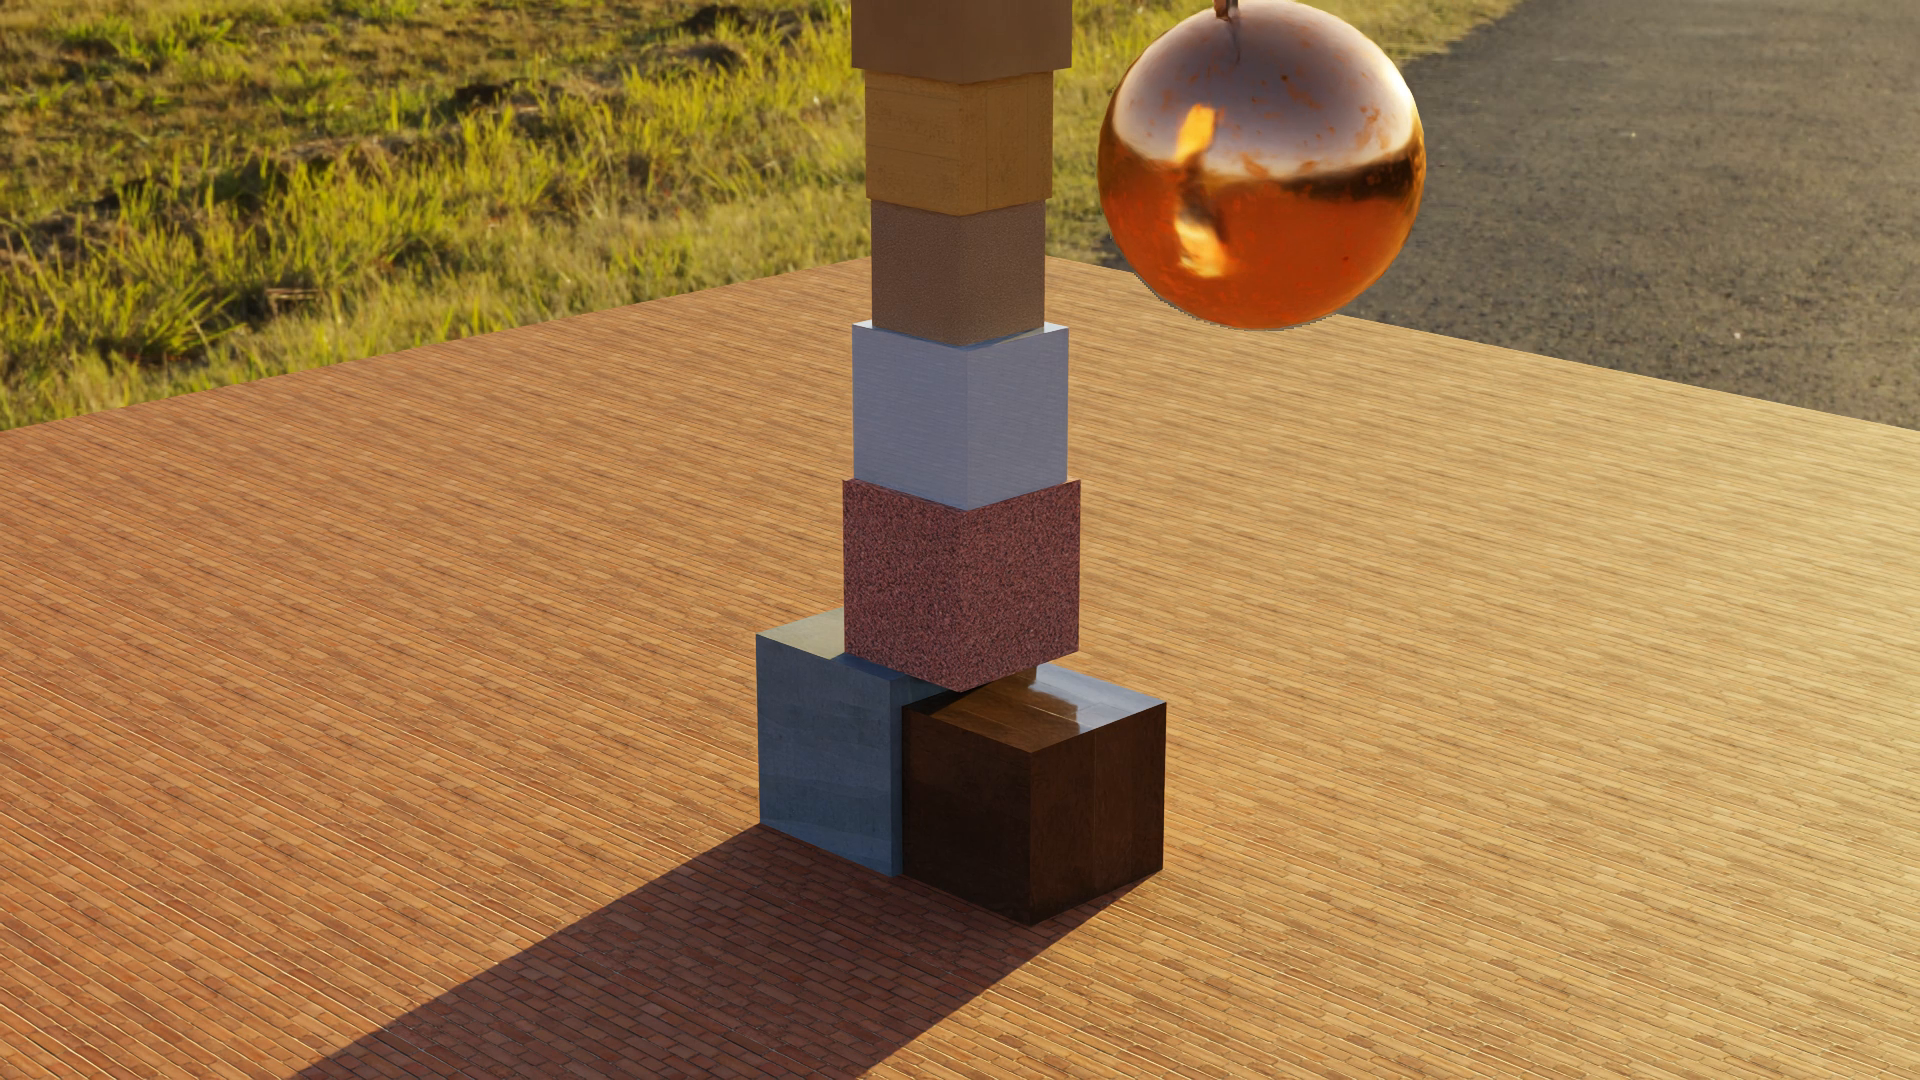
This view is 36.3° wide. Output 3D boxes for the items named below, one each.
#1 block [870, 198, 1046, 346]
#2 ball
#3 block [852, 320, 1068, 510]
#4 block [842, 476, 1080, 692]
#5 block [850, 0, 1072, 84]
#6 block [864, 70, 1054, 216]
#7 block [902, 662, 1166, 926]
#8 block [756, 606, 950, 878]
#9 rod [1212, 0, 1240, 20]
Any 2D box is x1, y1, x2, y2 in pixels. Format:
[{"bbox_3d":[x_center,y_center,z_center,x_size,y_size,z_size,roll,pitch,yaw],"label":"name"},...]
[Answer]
[{"bbox_3d":[-0.008,-1.226,12.948,0.533,0.575,0.552,-17,24,-42],"label":"block"},{"bbox_3d":[1.467,-1.827,14.305,1.600,1.600,1.600,0,17,0],"label":"ball"},{"bbox_3d":[0.001,-0.613,13.150,0.639,0.715,0.726,-17,24,-42],"label":"block"},{"bbox_3d":[0.008,0.120,13.387,0.774,0.827,0.752,-17,24,-42],"label":"block"},{"bbox_3d":[0.007,-2.364,12.606,0.670,0.663,0.679,-17,24,-42],"label":"block"},{"bbox_3d":[-0.004,-1.773,12.781,0.579,0.569,0.576,-17,24,-42],"label":"block"},{"bbox_3d":[0.337,1.133,13.367,0.891,0.823,0.804,-17,24,-42],"label":"block"},{"bbox_3d":[-0.298,0.891,13.913,0.957,0.958,0.912,-17,24,-42],"label":"block"},{"bbox_3d":[0.636,-4.621,12.556,0.080,5.200,0.080,17,44,42],"label":"rod"}]
